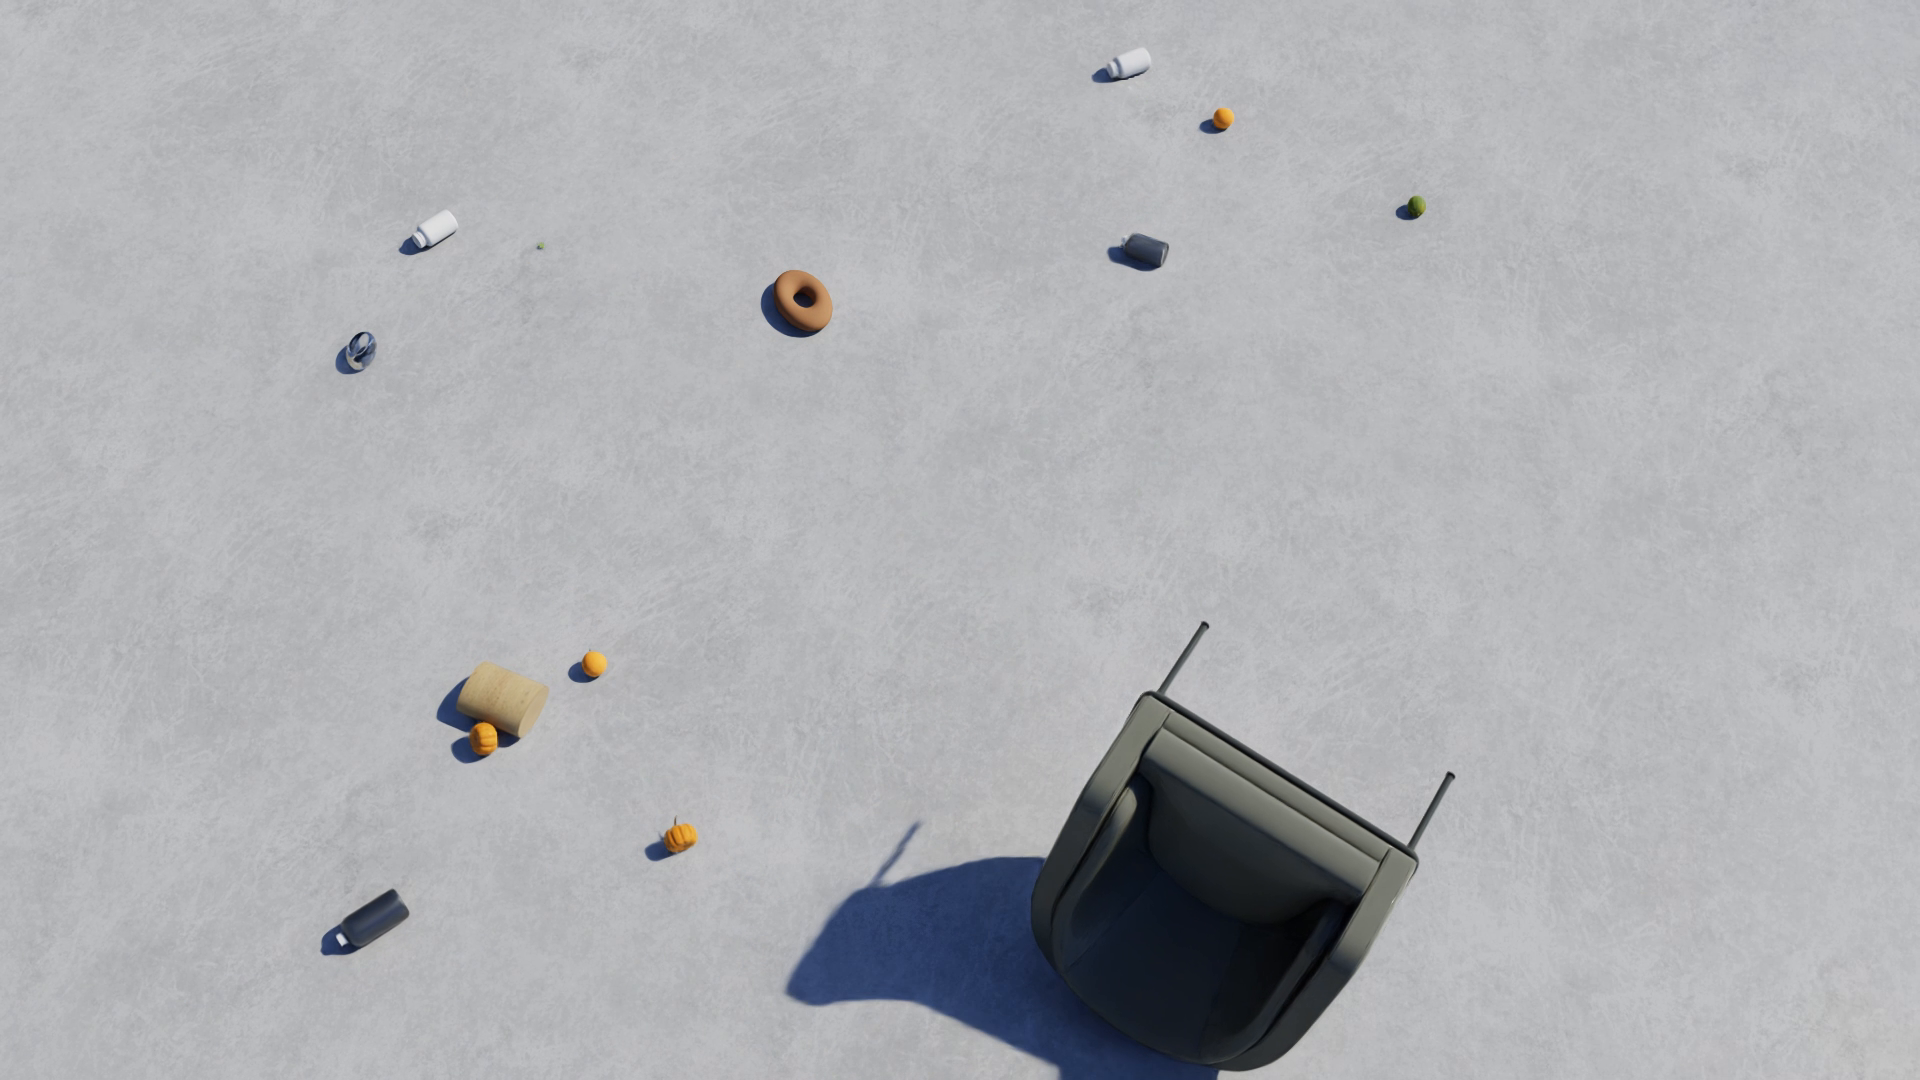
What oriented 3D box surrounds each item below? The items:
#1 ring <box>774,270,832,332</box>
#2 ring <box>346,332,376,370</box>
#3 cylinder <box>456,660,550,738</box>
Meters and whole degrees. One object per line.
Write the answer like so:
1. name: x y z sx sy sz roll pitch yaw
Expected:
1. ring: -0.504 -0.769 7.051 0.172 0.065 0.259 -23 58 -16
2. ring: -1.889 -0.598 6.942 0.090 0.057 0.138 6 58 6
3. cylinder: -1.292 0.449 6.214 0.201 0.098 0.170 21 61 13
